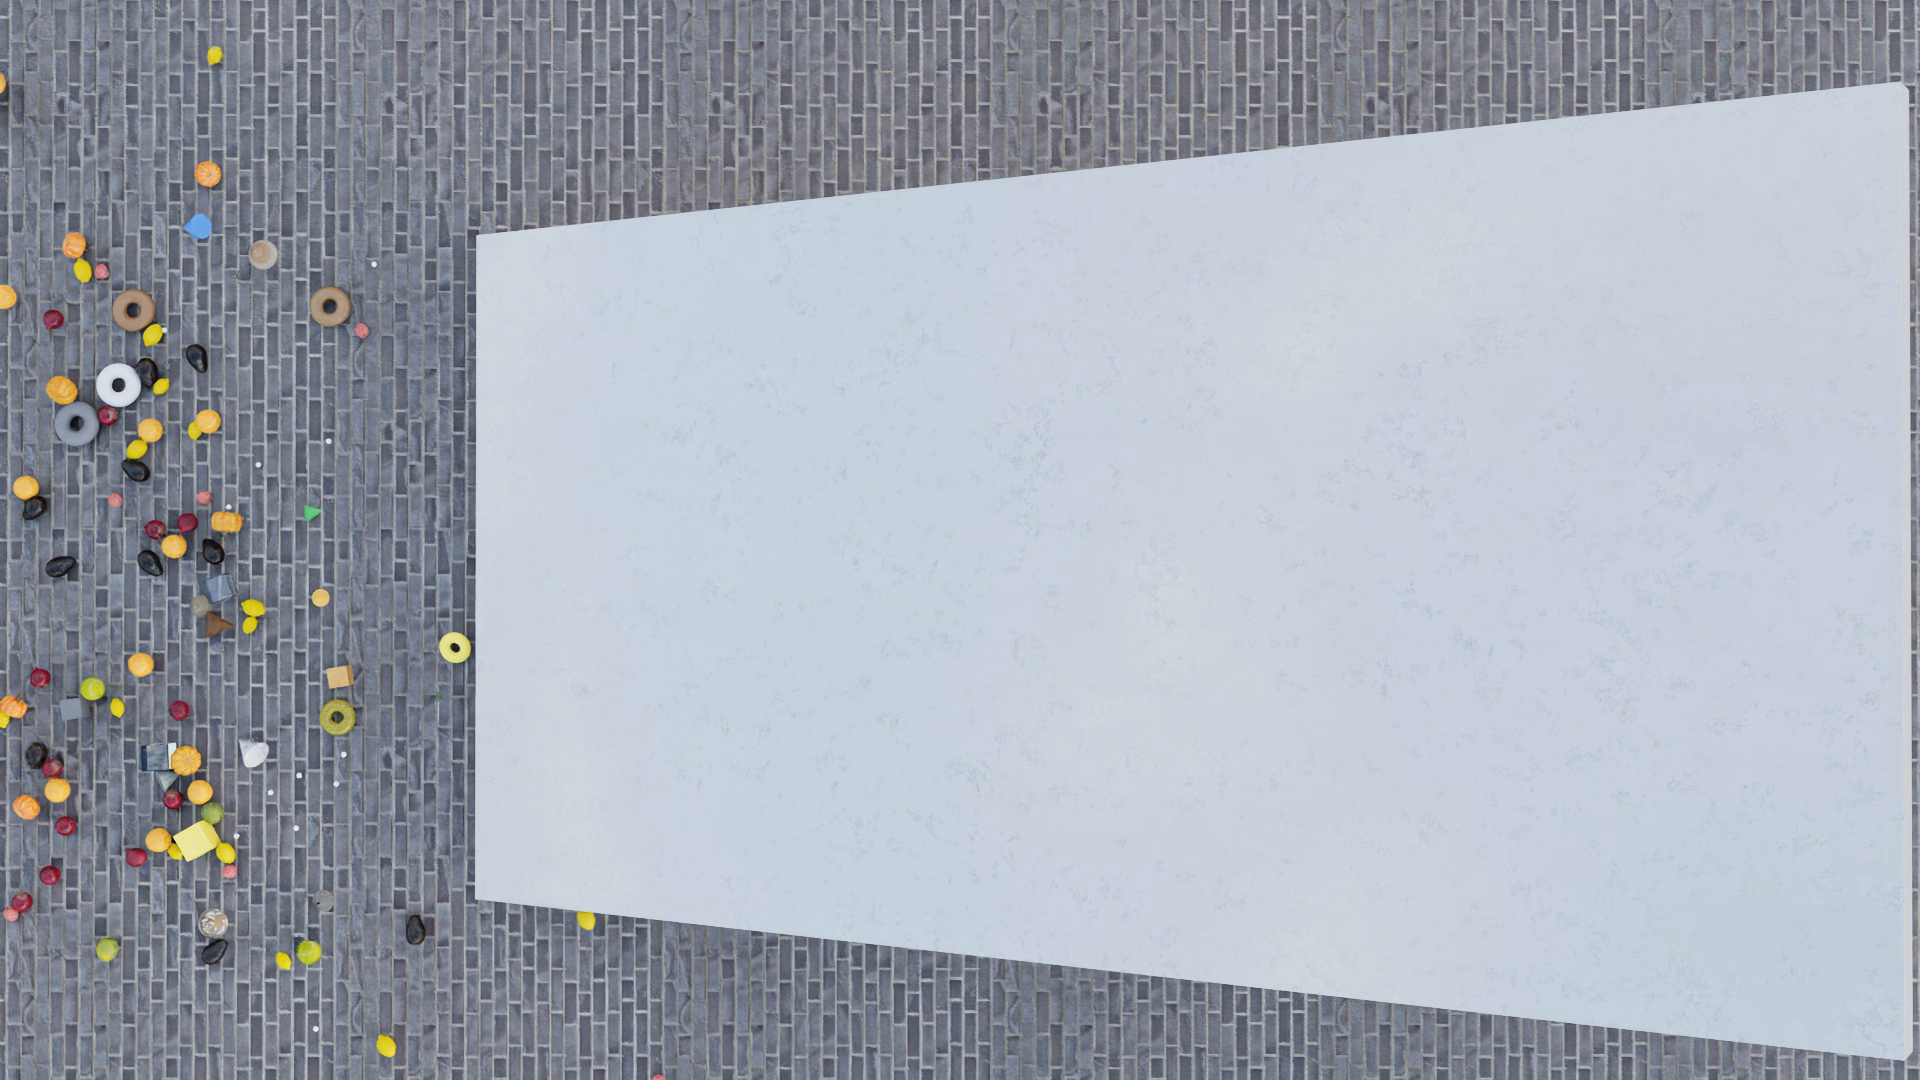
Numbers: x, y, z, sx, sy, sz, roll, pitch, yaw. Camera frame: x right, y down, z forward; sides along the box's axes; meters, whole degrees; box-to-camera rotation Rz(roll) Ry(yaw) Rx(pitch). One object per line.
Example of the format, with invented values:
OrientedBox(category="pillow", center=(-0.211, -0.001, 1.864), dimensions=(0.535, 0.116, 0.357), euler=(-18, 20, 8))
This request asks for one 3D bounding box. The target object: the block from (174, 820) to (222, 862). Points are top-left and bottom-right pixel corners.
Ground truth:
OrientedBox(category="block", center=(-2.308, 0.908, 6.658), dimensions=(0.087, 0.087, 0.087), euler=(-30, 90, 0))

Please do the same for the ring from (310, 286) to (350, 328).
OrientedBox(category="ring", center=(-1.918, -0.710, 6.695), dimensions=(0.125, 0.042, 0.125), euler=(0, 88, 0))

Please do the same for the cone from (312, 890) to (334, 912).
OrientedBox(category="cone", center=(-1.940, 1.099, 6.666), dimensions=(0.066, 0.066, 0.066), euler=(0, 89, 0))

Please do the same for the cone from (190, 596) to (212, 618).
OrientedBox(category="cone", center=(-2.315, 0.202, 6.673), dimensions=(0.069, 0.069, 0.069), euler=(0, 89, 0))

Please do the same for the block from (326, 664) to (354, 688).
OrientedBox(category="block", center=(-1.880, 0.415, 6.676), dimensions=(0.060, 0.060, 0.060), euler=(-9, 89, 0))

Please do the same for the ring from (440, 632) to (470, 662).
OrientedBox(category="ring", center=(-1.534, 0.327, 6.683), dimensions=(0.098, 0.033, 0.098), euler=(2, 107, 6))

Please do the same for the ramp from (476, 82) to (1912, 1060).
OrientedBox(category="ramp", center=(0.260, 0.071, 5.600), dimensions=(4.000, 0.100, 2.000), euler=(0, 89, 32))

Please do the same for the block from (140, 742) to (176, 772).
OrientedBox(category="block", center=(-2.428, 0.658, 6.664), dimensions=(0.078, 0.078, 0.078), euler=(-2, 89, 0))

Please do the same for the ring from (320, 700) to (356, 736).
OrientedBox(category="ring", center=(-1.893, 0.539, 6.687), dimensions=(0.109, 0.036, 0.109), euler=(0, 90, -1))

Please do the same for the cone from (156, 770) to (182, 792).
OrientedBox(category="cone", center=(-2.396, 0.719, 6.687), dimensions=(0.074, 0.074, 0.074), euler=(-25, 89, -28))

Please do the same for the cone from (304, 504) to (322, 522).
OrientedBox(category="cone", center=(-1.965, -0.086, 6.698), dimensions=(0.052, 0.052, 0.052), euler=(-9, 89, -27))

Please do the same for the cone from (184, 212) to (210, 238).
OrientedBox(category="cone", center=(-2.341, -0.954, 6.700), dimensions=(0.078, 0.078, 0.078), euler=(-3, 89, 27))

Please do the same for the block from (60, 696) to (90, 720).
OrientedBox(category="block", center=(-2.686, 0.512, 6.674), dimensions=(0.062, 0.062, 0.062), euler=(-9, 89, 0))

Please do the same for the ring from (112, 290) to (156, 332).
OrientedBox(category="ring", center=(-2.515, -0.699, 6.694), dimensions=(0.131, 0.044, 0.131), euler=(0, 89, 1))

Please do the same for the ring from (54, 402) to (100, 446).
OrientedBox(category="ring", center=(-2.684, -0.354, 6.687), dimensions=(0.139, 0.046, 0.139), euler=(0, 85, 5))

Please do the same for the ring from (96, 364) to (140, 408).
OrientedBox(category="ring", center=(-2.560, -0.471, 6.692), dimensions=(0.134, 0.045, 0.134), euler=(0, 88, 0))

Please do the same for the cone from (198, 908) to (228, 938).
OrientedBox(category="cone", center=(-2.276, 1.168, 6.653), dimensions=(0.091, 0.091, 0.091), euler=(0, 89, 0))

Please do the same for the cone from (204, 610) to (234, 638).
OrientedBox(category="cone", center=(-2.247, 0.260, 6.688), dimensions=(0.086, 0.086, 0.086), euler=(5, 89, -27))

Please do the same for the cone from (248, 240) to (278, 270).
OrientedBox(category="cone", center=(-2.128, -0.872, 6.671), dimensions=(0.092, 0.092, 0.092), euler=(0, 89, 0))

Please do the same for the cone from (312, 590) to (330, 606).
OrientedBox(category="cone", center=(-1.950, 0.176, 6.681), dimensions=(0.054, 0.054, 0.054), euler=(0, 89, 0))

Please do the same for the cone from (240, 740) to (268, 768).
OrientedBox(category="cone", center=(-2.165, 0.630, 6.684), dimensions=(0.088, 0.088, 0.088), euler=(34, 90, 27))

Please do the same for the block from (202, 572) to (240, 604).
OrientedBox(category="block", center=(-2.243, 0.146, 6.671), dimensions=(0.073, 0.073, 0.073), euler=(-20, 90, 0))
